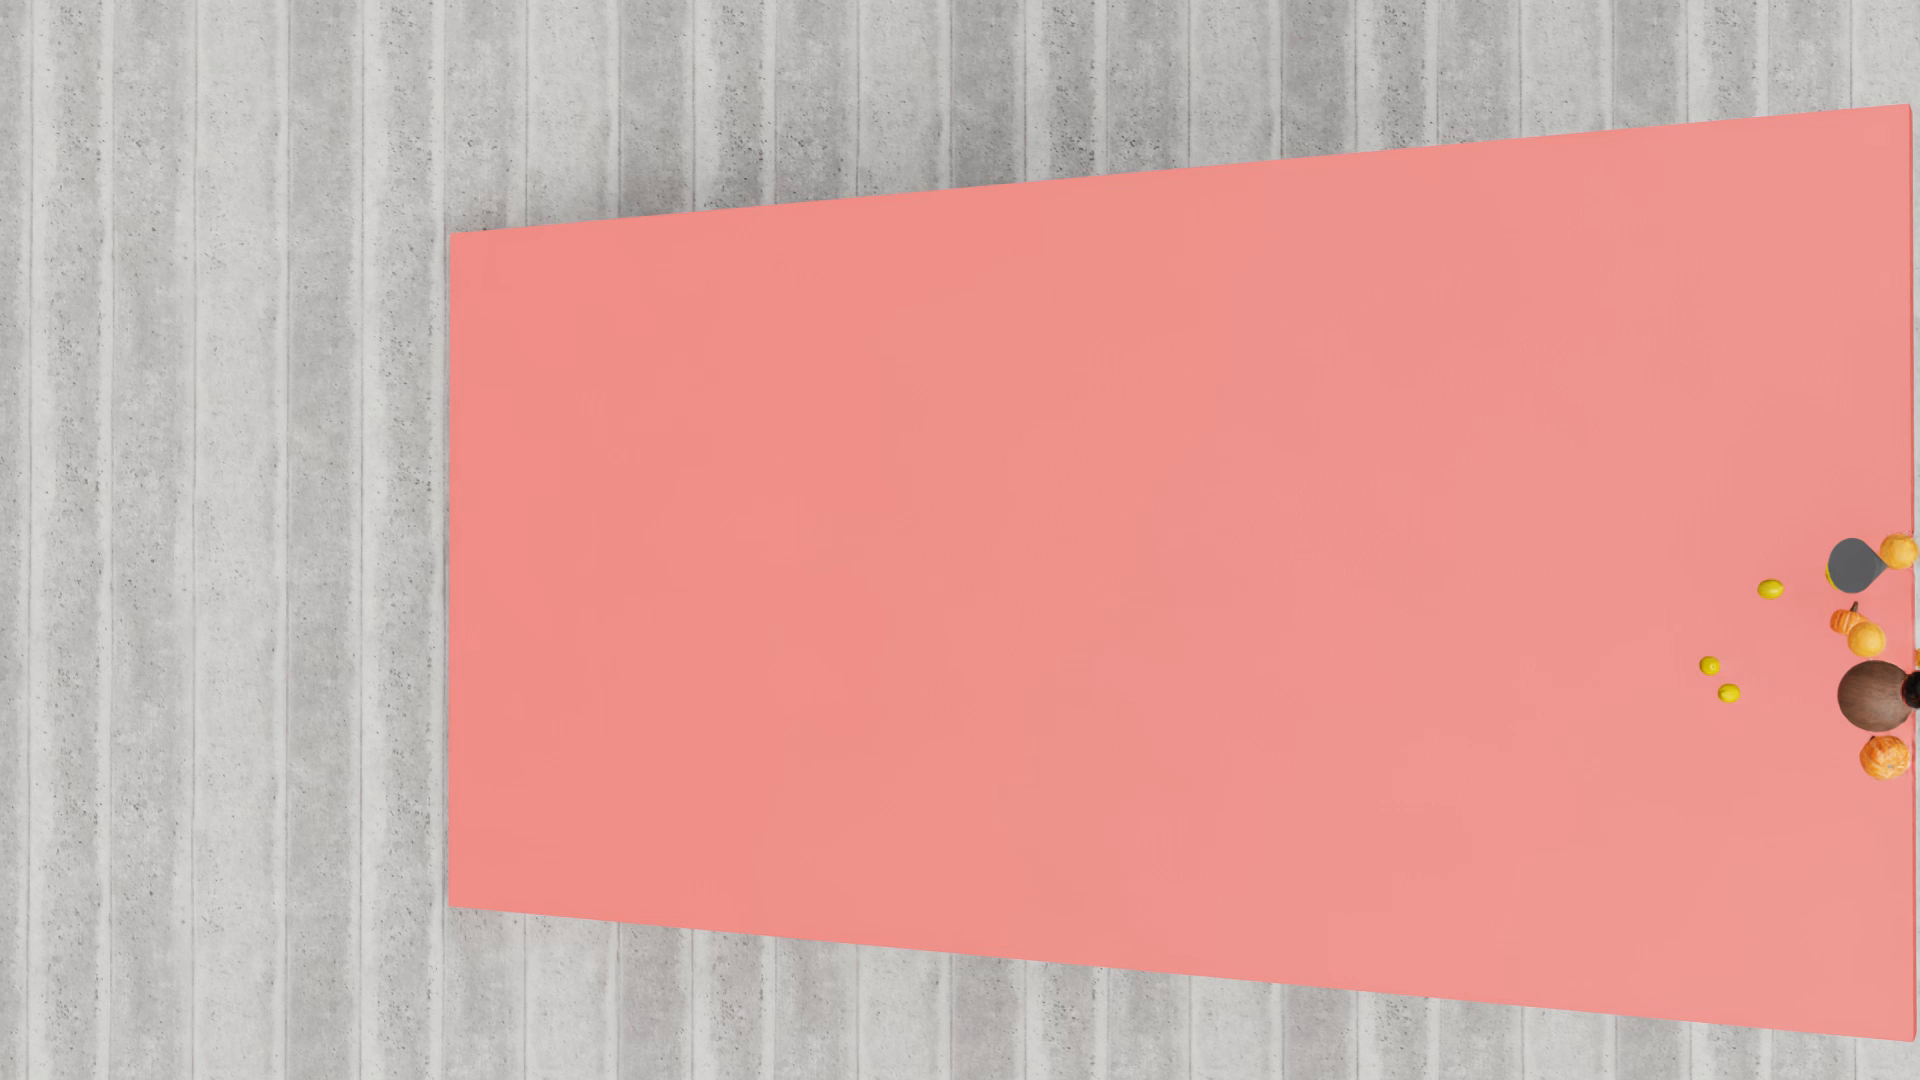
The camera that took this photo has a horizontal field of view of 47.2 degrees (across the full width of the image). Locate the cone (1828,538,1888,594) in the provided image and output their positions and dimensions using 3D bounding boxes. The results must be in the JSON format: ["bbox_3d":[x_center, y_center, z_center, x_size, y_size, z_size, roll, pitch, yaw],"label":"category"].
[{"bbox_3d":[1.524,0.043,3.681,0.093,0.093,0.093,1,89,-30],"label":"cone"}]

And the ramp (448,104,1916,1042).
[{"bbox_3d":[0.277,0.078,5.656,4.000,0.100,2.000,0,89,28],"label":"ramp"}]
